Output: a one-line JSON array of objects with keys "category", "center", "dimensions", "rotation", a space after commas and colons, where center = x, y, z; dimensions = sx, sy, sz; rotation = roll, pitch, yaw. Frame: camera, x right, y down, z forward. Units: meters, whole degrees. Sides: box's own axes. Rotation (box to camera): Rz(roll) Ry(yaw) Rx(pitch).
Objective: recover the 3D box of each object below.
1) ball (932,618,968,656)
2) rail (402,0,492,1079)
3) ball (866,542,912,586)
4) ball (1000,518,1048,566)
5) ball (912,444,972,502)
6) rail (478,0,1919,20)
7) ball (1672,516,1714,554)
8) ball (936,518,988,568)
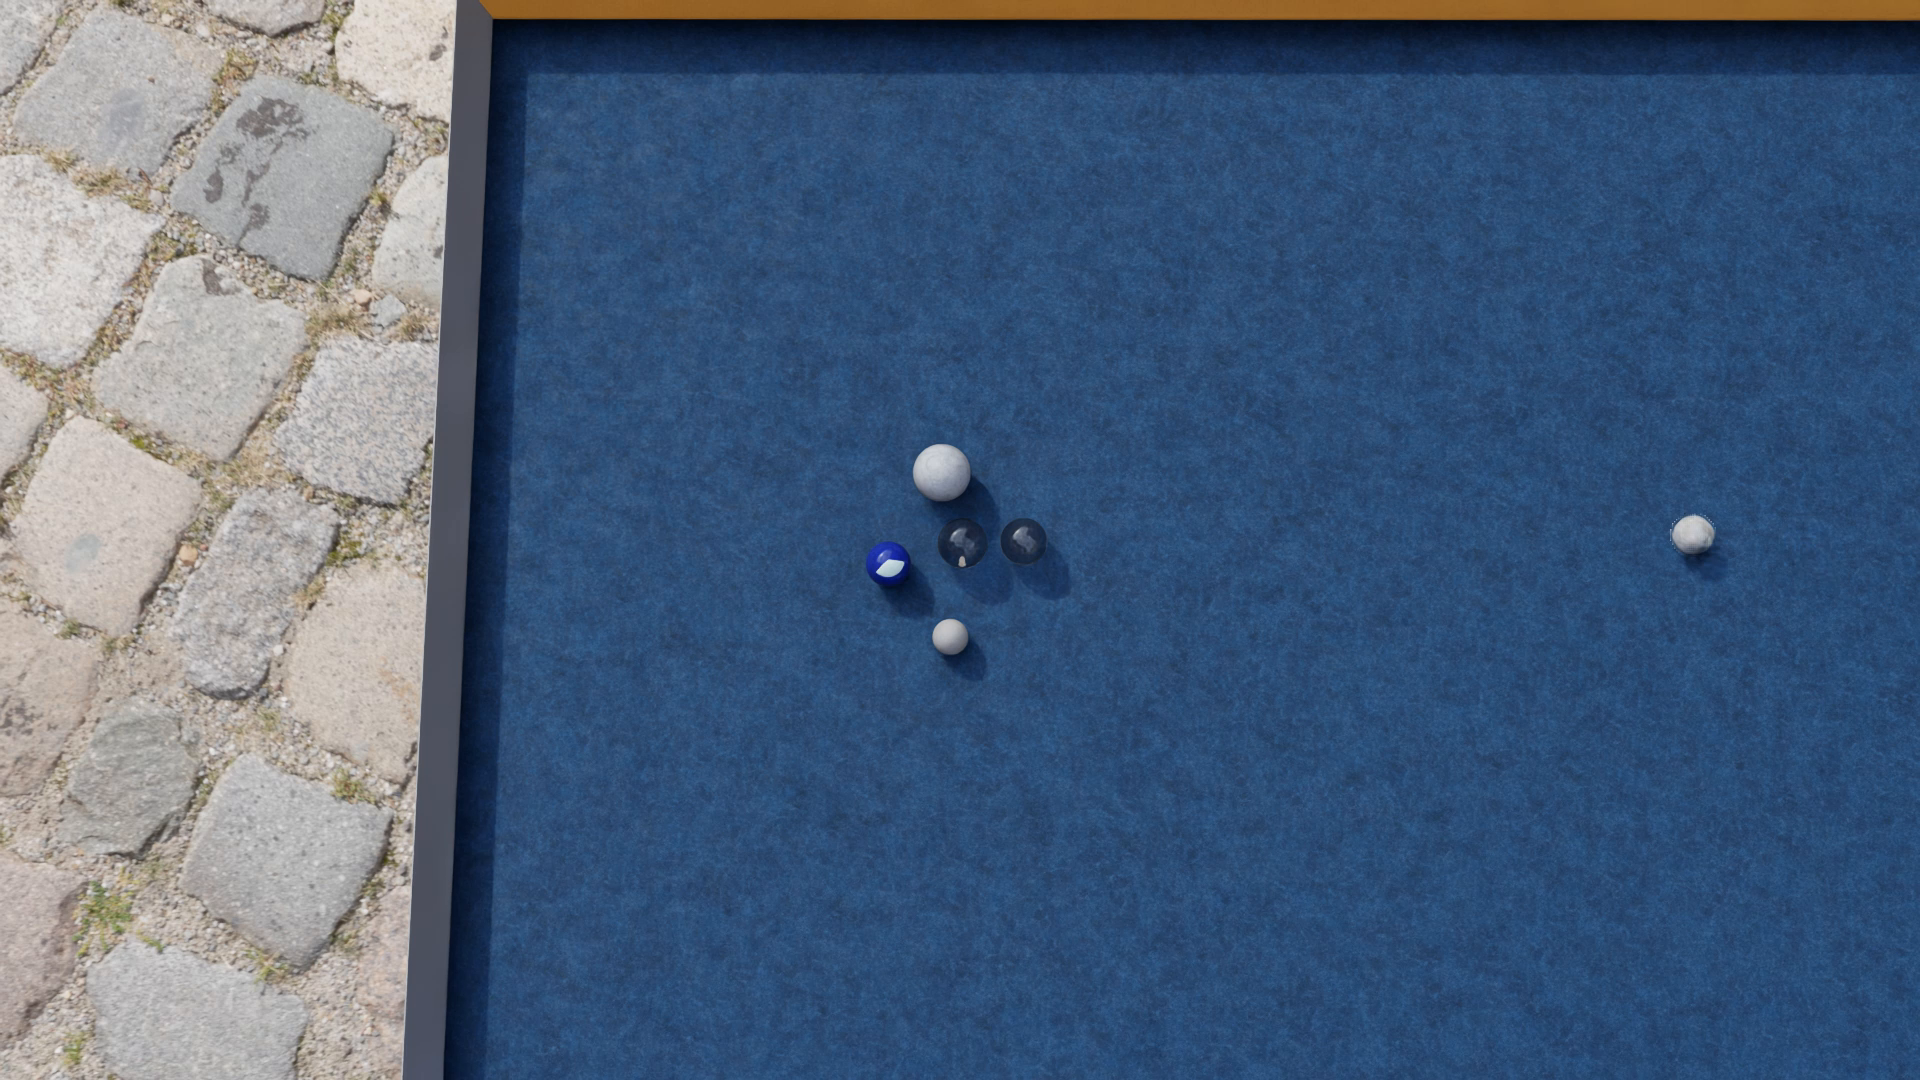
[{"category": "ball", "center": [-0.014, 0.145, 3.280], "dimensions": [0.054, 0.054, 0.054], "rotation": [0, 78, 0]}, {"category": "rail", "center": [-0.755, -0.005, 3.279], "dimensions": [0.045, 0.114, 1.752], "rotation": [0, 78, 0]}, {"category": "ball", "center": [-0.107, 0.036, 3.295], "dimensions": [0.069, 0.069, 0.069], "rotation": [0, 78, 0]}, {"category": "ball", "center": [0.096, 0.002, 3.301], "dimensions": [0.071, 0.071, 0.071], "rotation": [0, 78, 0]}, {"category": "ball", "center": [-0.027, -0.101, 3.313], "dimensions": [0.088, 0.088, 0.088], "rotation": [0, 78, 0]}, {"category": "rail", "center": [0.780, -0.838, 3.451], "dimensions": [3.116, 0.114, 0.045], "rotation": [0, 78, 0]}, {"category": "ball", "center": [1.103, -0.008, 3.309], "dimensions": [0.059, 0.059, 0.059], "rotation": [0, 78, 0]}, {"category": "ball", "center": [0.003, 0.005, 3.298], "dimensions": [0.076, 0.076, 0.076], "rotation": [0, 78, 0]}]
